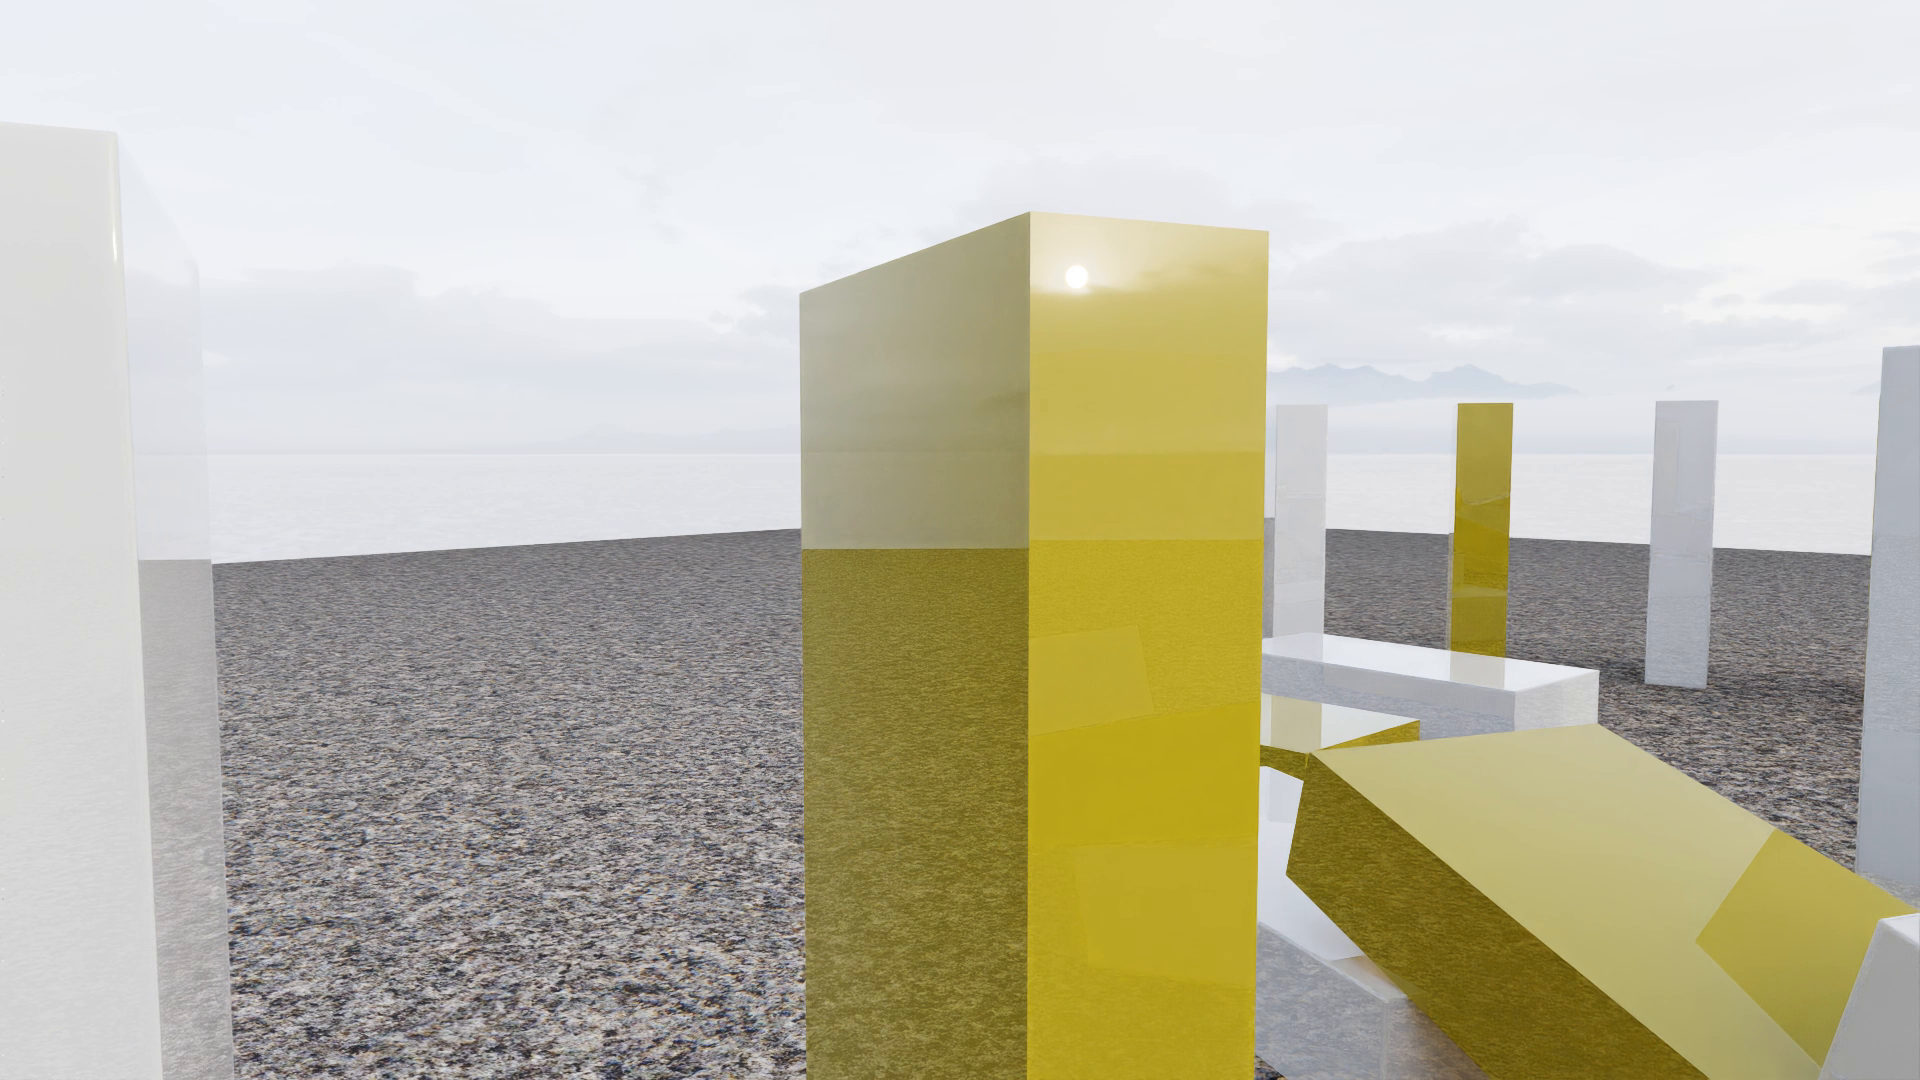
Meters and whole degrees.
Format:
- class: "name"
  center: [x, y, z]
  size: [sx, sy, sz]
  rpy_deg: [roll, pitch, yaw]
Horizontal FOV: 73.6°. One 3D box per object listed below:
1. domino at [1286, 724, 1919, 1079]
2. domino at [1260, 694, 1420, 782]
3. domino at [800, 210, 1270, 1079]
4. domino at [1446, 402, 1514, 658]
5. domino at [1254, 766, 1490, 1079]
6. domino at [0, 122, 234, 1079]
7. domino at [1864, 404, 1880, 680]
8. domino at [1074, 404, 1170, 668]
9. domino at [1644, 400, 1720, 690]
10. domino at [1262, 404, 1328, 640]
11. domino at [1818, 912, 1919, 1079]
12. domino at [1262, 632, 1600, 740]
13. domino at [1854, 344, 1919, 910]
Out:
- class: "domino"
  center: [0.043, 0.026, 0.069]
  size: [0.025, 0.009, 0.050]
  rpy_deg: [-2, 20, -20]
- class: "domino"
  center: [0.029, 0.026, 0.164]
  size: [0.025, 0.010, 0.050]
  rpy_deg: [-4, 6, -43]
- class: "domino"
  center: [0.001, 0.013, 0.057]
  size: [0.010, 0.050, 0.025]
  rpy_deg: [-2, 5, -24]
- class: "domino"
  center: [0.100, -0.001, 0.249]
  size: [0.009, 0.050, 0.025]
  rpy_deg: [1, 5, 19]
- class: "domino"
  center: [0.028, 0.030, 0.104]
  size: [0.025, 0.010, 0.050]
  rpy_deg: [-2, 5, -20]
- class: "domino"
  center: [-0.030, 0.014, 0.042]
  size: [0.009, 0.050, 0.025]
  rpy_deg: [-2, 5, -27]
- class: "domino"
  center: [0.160, 0.002, 0.213]
  size: [0.025, 0.050, 0.010]
  rpy_deg: [-4, 6, -45]
- class: "domino"
  center: [0.032, -0.002, 0.255]
  size: [0.010, 0.050, 0.025]
  rpy_deg: [-1, 4, -15]
- class: "domino"
  center: [0.132, 0.000, 0.234]
  size: [0.010, 0.050, 0.025]
  rpy_deg: [3, 5, 31]
- class: "domino"
  center: [0.066, -0.002, 0.257]
  size: [0.009, 0.050, 0.025]
  rpy_deg: [1, 4, 7]
- class: "domino"
  center: [0.057, 0.028, 0.037]
  size: [0.025, 0.009, 0.050]
  rpy_deg: [-1, 20, -18]
- class: "domino"
  center: [0.068, 0.023, 0.199]
  size: [0.025, 0.010, 0.050]
  rpy_deg: [-4, 6, -40]
- class: "domino"
  center: [0.081, 0.011, 0.092]
  size: [0.009, 0.050, 0.025]
  rpy_deg: [-2, 5, -24]
